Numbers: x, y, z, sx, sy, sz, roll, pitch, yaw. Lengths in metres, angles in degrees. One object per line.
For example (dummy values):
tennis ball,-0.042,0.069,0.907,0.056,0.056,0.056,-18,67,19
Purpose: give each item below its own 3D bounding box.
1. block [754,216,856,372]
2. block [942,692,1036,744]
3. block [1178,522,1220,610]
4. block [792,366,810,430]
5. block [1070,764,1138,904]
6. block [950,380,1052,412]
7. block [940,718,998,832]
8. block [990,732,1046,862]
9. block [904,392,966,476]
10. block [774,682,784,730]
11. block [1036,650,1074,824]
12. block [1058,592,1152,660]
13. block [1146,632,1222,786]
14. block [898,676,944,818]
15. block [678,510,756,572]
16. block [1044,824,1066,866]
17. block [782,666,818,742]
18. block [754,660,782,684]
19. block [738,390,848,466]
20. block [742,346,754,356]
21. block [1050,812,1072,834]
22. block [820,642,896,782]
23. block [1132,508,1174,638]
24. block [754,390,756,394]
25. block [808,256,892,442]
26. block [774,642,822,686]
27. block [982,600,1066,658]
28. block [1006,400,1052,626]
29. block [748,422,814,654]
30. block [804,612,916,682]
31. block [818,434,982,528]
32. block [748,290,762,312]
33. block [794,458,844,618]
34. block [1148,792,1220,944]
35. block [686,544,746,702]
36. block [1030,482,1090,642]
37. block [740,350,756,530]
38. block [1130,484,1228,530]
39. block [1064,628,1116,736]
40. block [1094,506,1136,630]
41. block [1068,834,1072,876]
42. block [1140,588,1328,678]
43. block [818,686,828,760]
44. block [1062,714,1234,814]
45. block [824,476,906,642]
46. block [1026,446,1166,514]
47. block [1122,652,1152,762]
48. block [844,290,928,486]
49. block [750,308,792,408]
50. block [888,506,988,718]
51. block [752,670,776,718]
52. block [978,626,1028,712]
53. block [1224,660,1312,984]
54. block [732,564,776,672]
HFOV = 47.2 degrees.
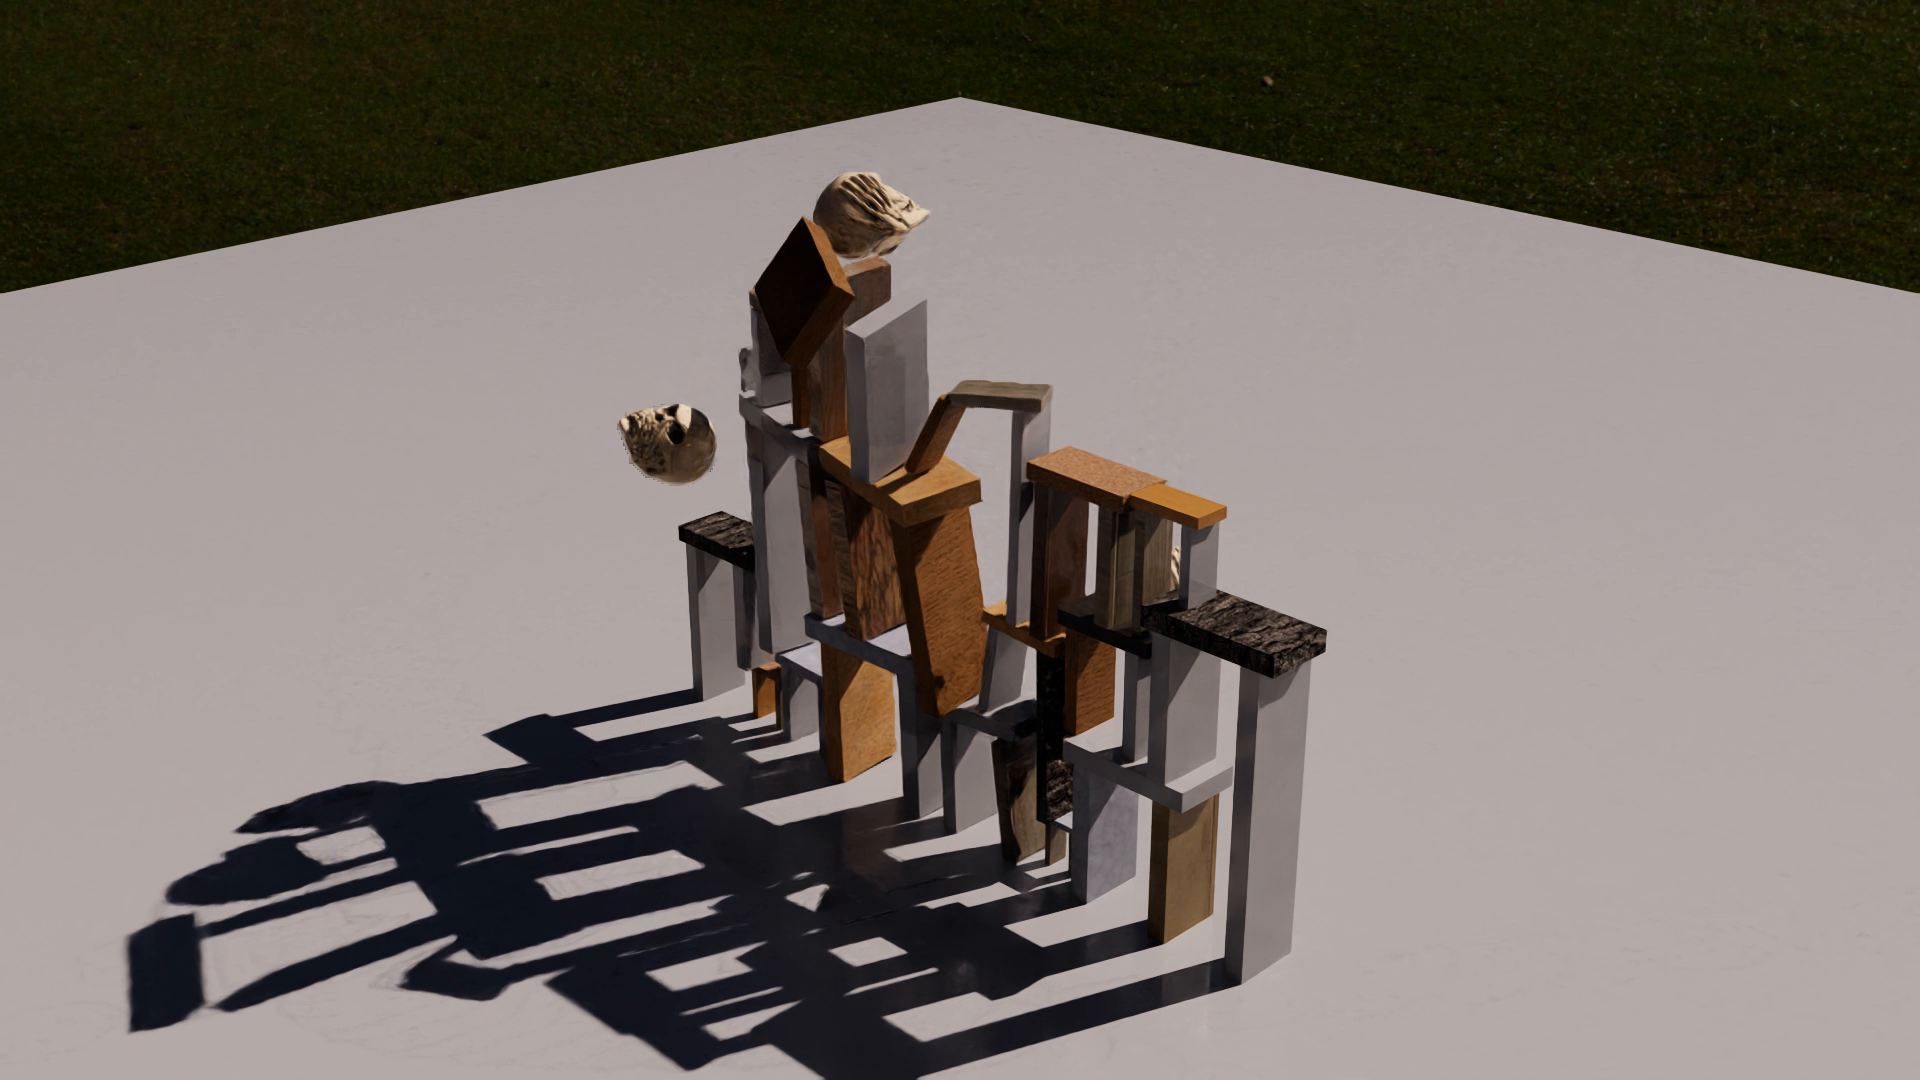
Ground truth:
block,-0.287,-0.452,4.006,0.047,0.166,0.332,28,19,-27
block,0.056,0.329,4.296,0.245,0.035,0.122,15,26,42
block,0.413,0.037,3.796,0.022,0.154,0.077,21,31,41
block,-0.279,-0.330,4.336,0.105,0.210,0.030,-20,37,-31
block,0.274,0.530,4.146,0.040,0.285,0.143,21,31,41
block,0.075,-0.261,3.970,0.169,0.024,0.085,5,22,15
block,0.019,0.449,4.388,0.122,0.245,0.035,-21,28,-41
block,0.127,0.490,4.289,0.122,0.245,0.035,-21,23,-41
block,-0.040,-0.202,4.062,0.024,0.169,0.085,39,35,17
block,-0.374,0.351,4.786,0.058,0.115,0.016,-21,31,-41
block,0.186,0.363,4.178,0.026,0.359,0.092,20,30,40
block,0.292,0.154,3.980,0.213,0.030,0.107,21,31,41
block,0.399,0.277,3.903,0.041,0.290,0.145,21,31,41
block,-0.046,0.384,4.435,0.046,0.322,0.161,20,33,40
block,-0.485,0.001,4.755,0.121,0.034,0.243,-21,31,-41
block,0.186,0.582,4.271,0.046,0.092,0.013,-21,31,-41
block,-0.341,0.339,4.737,0.087,0.174,0.025,-19,28,-40
block,-0.403,0.280,4.785,0.115,0.016,0.058,21,31,40
block,-0.306,-0.242,4.460,0.165,0.047,0.329,-14,27,-26
block,-0.404,-0.384,4.495,0.046,0.013,0.093,-12,17,-33
block,0.208,0.542,4.231,0.046,0.013,0.092,-21,30,-40
block,-0.209,0.326,4.568,0.046,0.322,0.161,19,33,37
block,0.340,0.049,3.880,0.022,0.241,0.077,21,31,41
block,-0.390,-0.334,4.501,0.046,0.093,0.013,-12,52,-26
block,-0.212,-0.367,4.237,0.166,0.332,0.047,-20,37,-30
block,-0.305,0.264,4.660,0.087,0.025,0.174,-18,29,-38
block,0.140,0.162,4.141,0.184,0.026,0.092,26,34,38
block,0.126,-0.052,4.055,0.024,0.428,0.085,19,29,35
block,-0.355,-0.018,4.641,0.165,0.499,0.047,-17,24,-37
block,-0.143,0.190,4.421,0.322,0.046,0.161,20,33,39
block,-0.117,-0.128,4.184,0.167,0.047,0.334,-19,31,-25
block,-0.316,-0.460,4.328,0.105,0.030,0.210,-20,31,-30
block,-0.235,-0.023,4.434,0.165,0.329,0.047,-20,26,-34
block,0.409,0.583,4.023,0.040,0.285,0.143,21,31,41
block,-0.542,0.167,4.888,0.034,0.375,0.122,21,31,41
block,0.183,0.025,4.043,0.033,0.310,0.115,23,32,39
block,-0.424,-0.191,4.617,0.046,0.428,0.013,-14,22,-31
block,0.376,-0.058,3.795,0.077,0.022,0.154,-21,31,-40
block,0.242,0.246,4.074,0.030,0.213,0.107,21,31,41
block,0.294,0.034,3.927,0.033,0.230,0.115,22,31,40
block,0.229,0.599,4.231,0.013,0.092,0.046,21,31,41
block,0.468,0.151,3.776,0.290,0.041,0.145,21,31,41
block,-0.259,0.372,4.661,0.087,0.174,0.025,-21,30,-41
block,0.341,0.406,4.021,0.285,0.040,0.143,21,31,41
block,-0.165,0.014,4.341,0.167,0.334,0.047,-24,28,-36
block,0.241,-0.109,3.924,0.230,0.033,0.115,22,32,40
block,0.342,0.285,3.981,0.030,0.213,0.107,21,31,41
block,-0.131,-0.278,4.044,0.047,0.332,0.166,29,48,31
block,-0.363,-0.379,4.440,0.105,0.210,0.030,-16,34,-24
block,-0.032,0.116,4.216,0.047,0.422,0.167,14,33,40
block,-0.429,0.330,4.836,0.058,0.115,0.016,-21,31,-41
block,0.086,0.234,4.229,0.092,0.184,0.026,-21,40,-41
block,0.536,0.480,3.841,0.041,0.616,0.145,21,31,41
block,-0.429,0.151,4.756,0.121,0.243,0.034,-21,31,-40
